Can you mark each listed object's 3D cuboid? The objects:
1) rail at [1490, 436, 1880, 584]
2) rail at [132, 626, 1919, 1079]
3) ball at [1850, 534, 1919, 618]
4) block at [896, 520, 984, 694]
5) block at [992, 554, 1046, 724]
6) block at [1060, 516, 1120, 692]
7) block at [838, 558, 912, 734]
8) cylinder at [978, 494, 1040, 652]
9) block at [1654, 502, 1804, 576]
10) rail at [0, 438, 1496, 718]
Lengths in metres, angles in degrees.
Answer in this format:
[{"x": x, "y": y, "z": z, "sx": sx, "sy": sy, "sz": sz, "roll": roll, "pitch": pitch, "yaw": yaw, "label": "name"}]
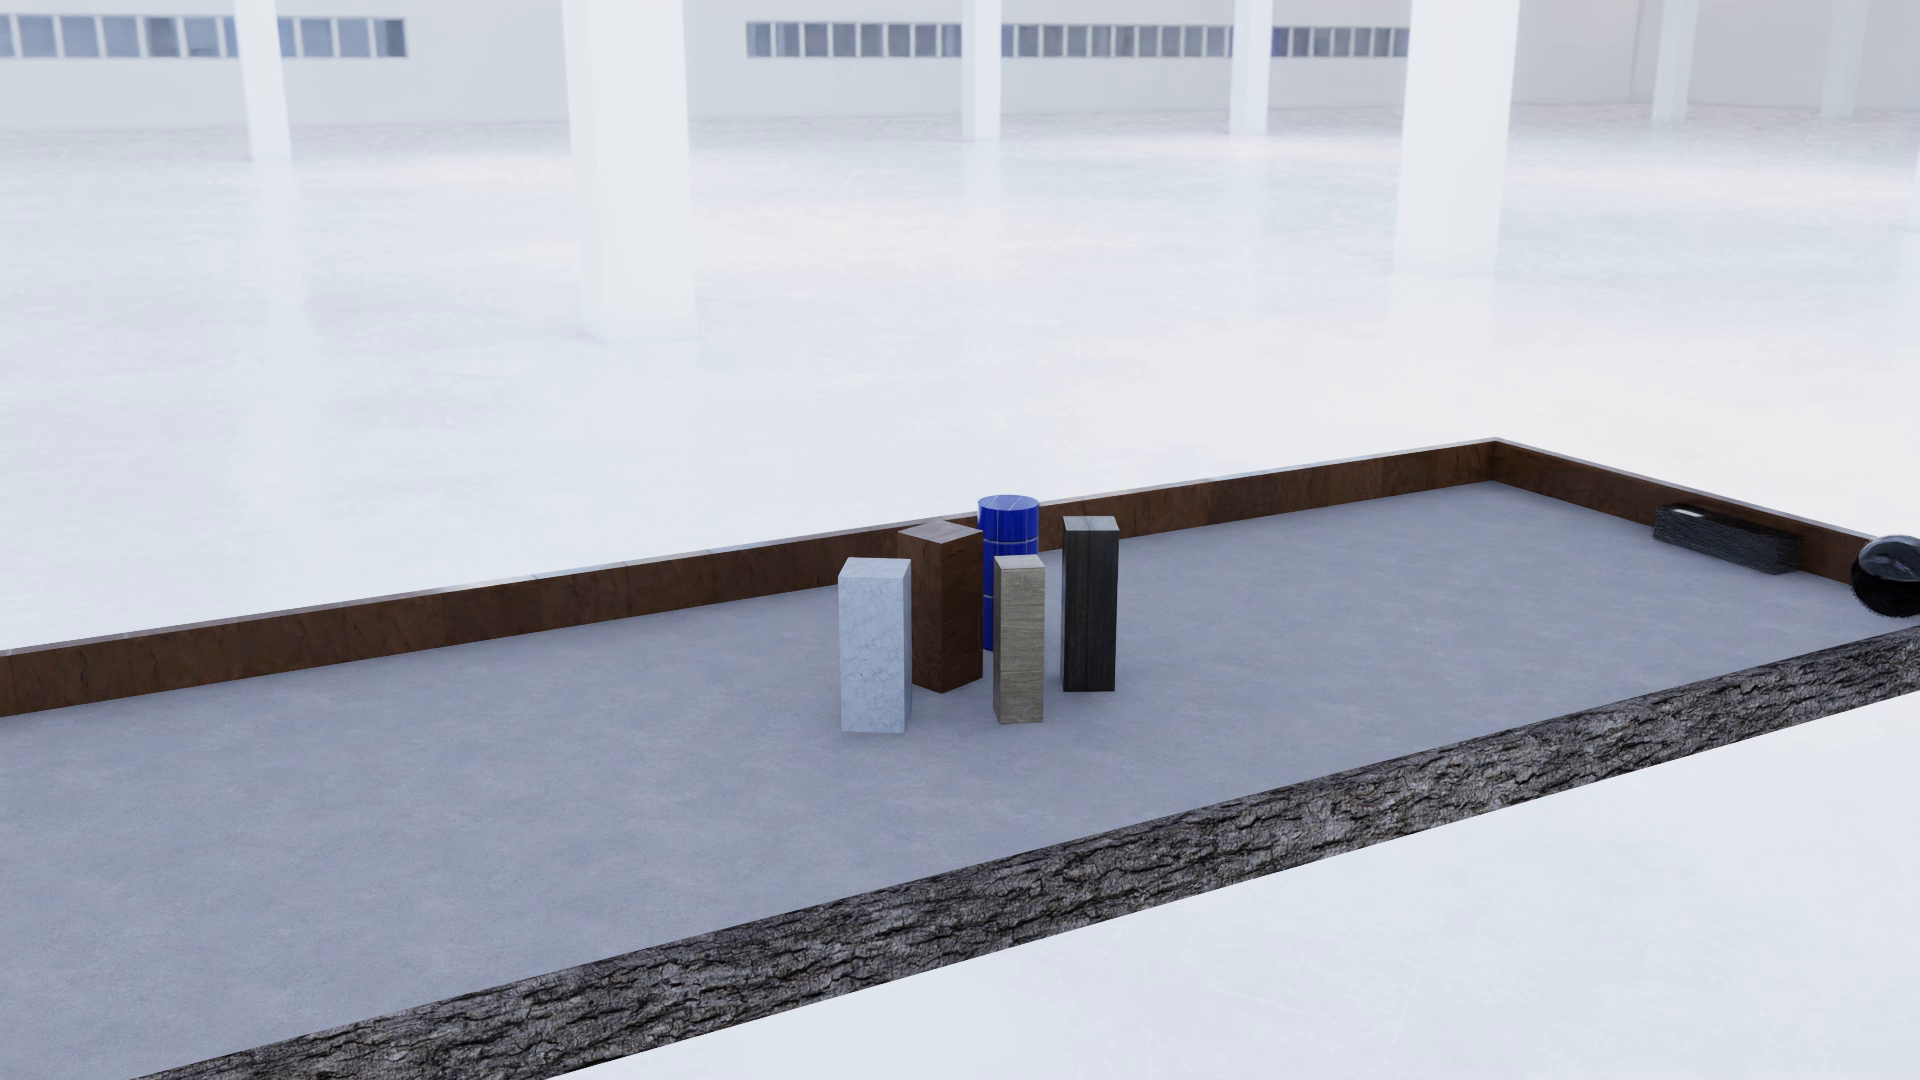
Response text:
[{"x": 2.466, "y": -0.048, "z": 5.253, "sx": 0.050, "sy": 0.150, "sz": 2.100, "roll": -9, "pitch": 18, "yaw": -27, "label": "rail"}, {"x": -2.336, "y": 1.006, "z": 1.665, "sx": 12.000, "sy": 0.150, "sz": 0.050, "roll": -9, "pitch": 18, "yaw": -27, "label": "rail"}, {"x": 2.618, "y": 0.100, "z": 4.601, "sx": 0.233, "sy": 0.233, "sz": 0.233, "roll": 0, "pitch": 16, "yaw": 0, "label": "ball"}, {"x": -0.049, "y": 0.164, "z": 4.111, "sx": 0.151, "sy": 0.387, "sz": 0.151, "roll": 15, "pitch": 22, "yaw": 41, "label": "block"}, {"x": 0.138, "y": 0.234, "z": 3.880, "sx": 0.102, "sy": 0.383, "sz": 0.102, "roll": -2, "pitch": 17, "yaw": -8, "label": "block"}, {"x": 0.319, "y": 0.158, "z": 4.080, "sx": 0.126, "sy": 0.415, "sz": 0.126, "roll": 0, "pitch": 16, "yaw": -1, "label": "block"}, {"x": -0.195, "y": 0.245, "z": 3.851, "sx": 0.148, "sy": 0.378, "sz": 0.148, "roll": 2, "pitch": 16, "yaw": 5, "label": "block"}, {"x": 0.126, "y": 0.089, "z": 4.361, "sx": 0.161, "sy": 0.390, "sz": 0.161, "roll": 0, "pitch": 16, "yaw": 0, "label": "cylinder"}, {"x": 2.410, "y": -0.009, "z": 5.190, "sx": 0.110, "sy": 0.110, "sz": 0.453, "roll": -8, "pitch": 18, "yaw": -26, "label": "block"}, {"x": -3.305, "y": 0.497, "z": 3.399, "sx": 12.000, "sy": 0.150, "sz": 0.050, "roll": -9, "pitch": 18, "yaw": -27, "label": "rail"}]
